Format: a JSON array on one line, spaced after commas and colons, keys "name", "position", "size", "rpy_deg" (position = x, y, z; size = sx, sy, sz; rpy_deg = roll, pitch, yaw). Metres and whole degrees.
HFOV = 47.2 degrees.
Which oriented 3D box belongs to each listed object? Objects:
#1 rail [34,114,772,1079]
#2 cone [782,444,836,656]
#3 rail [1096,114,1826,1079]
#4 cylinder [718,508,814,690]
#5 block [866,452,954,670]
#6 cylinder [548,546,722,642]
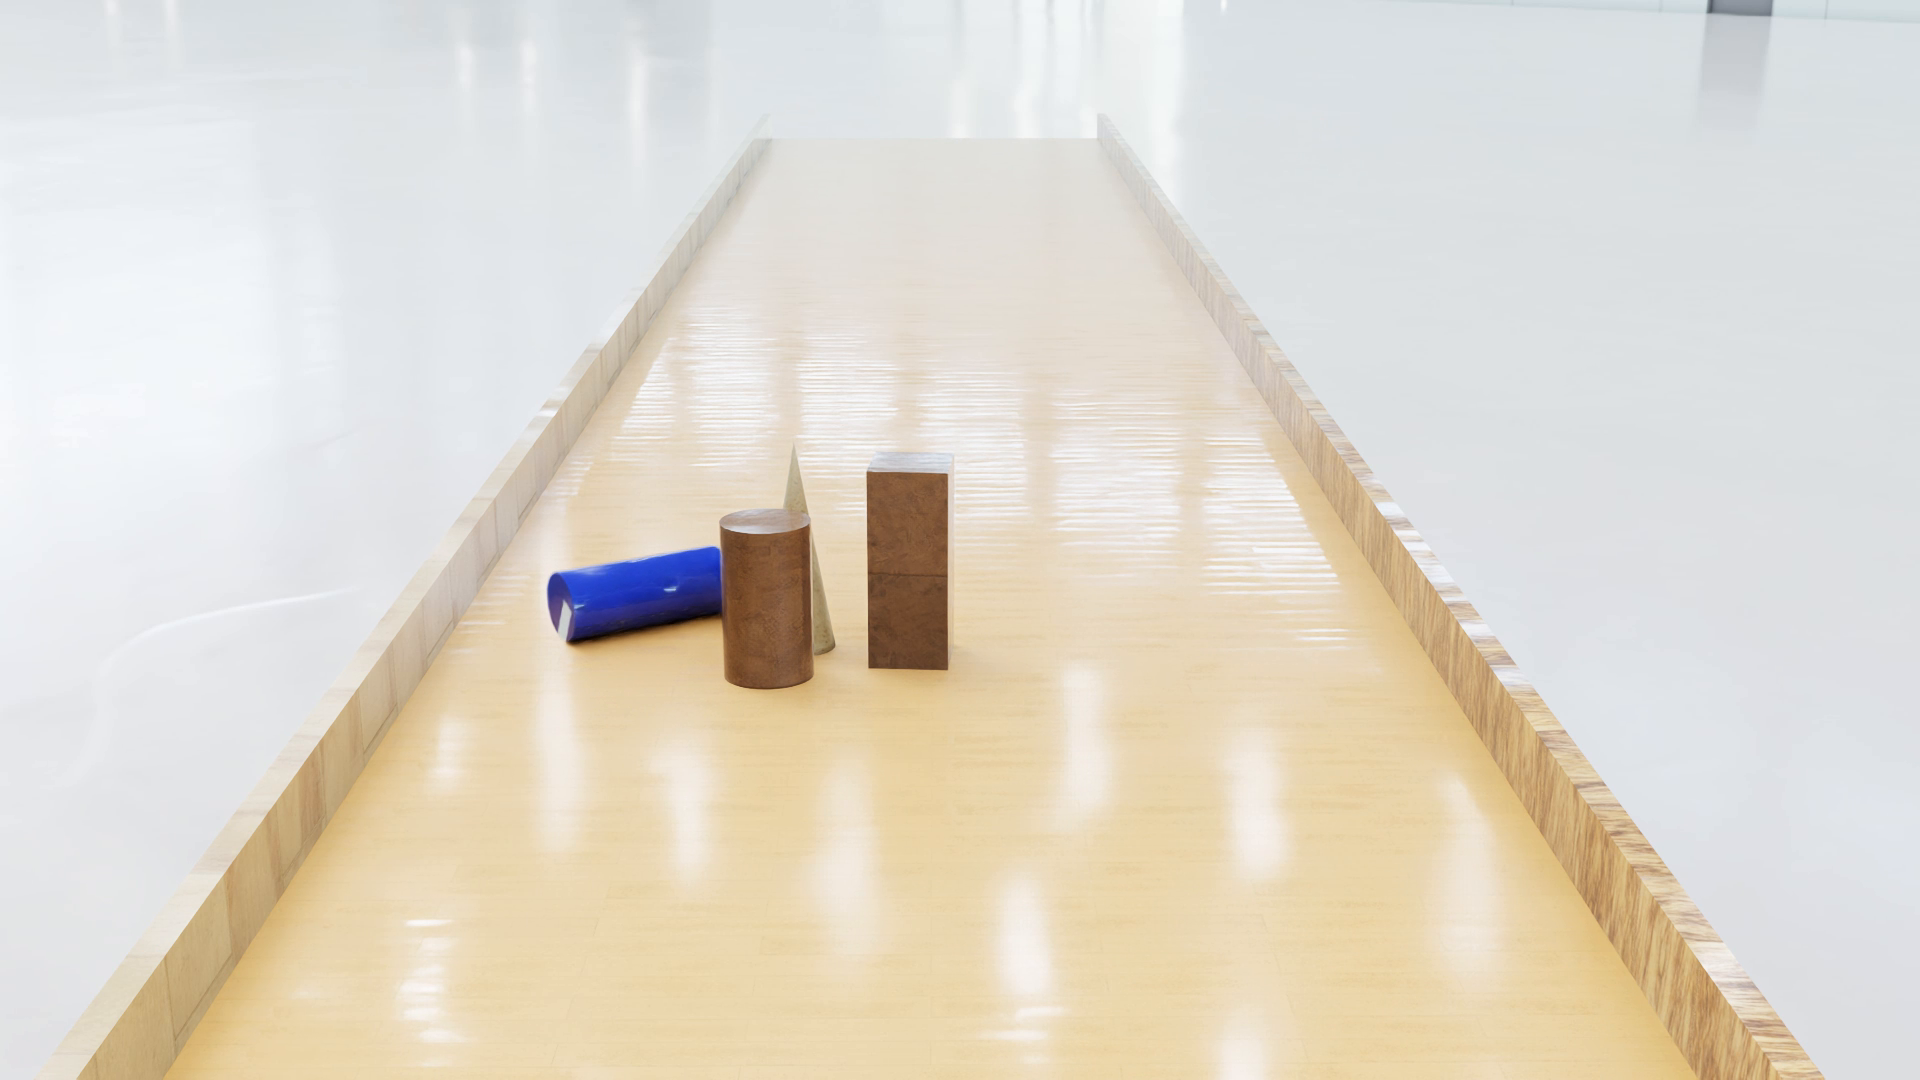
[{"name": "rail", "position": [-1.118, -0.838, 7.780], "size": [0.050, 0.150, 12.000], "rpy_deg": [0, 17, -1]}, {"name": "cone", "position": [-0.331, 0.008, 4.440], "size": [0.154, 0.433, 0.154], "rpy_deg": [0, 17, 0]}, {"name": "rail", "position": [0.932, -0.844, 7.801], "size": [0.050, 0.150, 12.000], "rpy_deg": [0, 17, -1]}, {"name": "cylinder", "position": [-0.377, 0.114, 4.293], "size": [0.178, 0.314, 0.178], "rpy_deg": [0, 17, 0]}, {"name": "block", "position": [-0.097, 0.040, 4.381], "size": [0.159, 0.404, 0.159], "rpy_deg": [1, 17, 4]}, {"name": "cylinder", "position": [-0.667, 0.110, 4.606], "size": [0.361, 0.143, 0.143], "rpy_deg": [-10, 19, -31]}]
